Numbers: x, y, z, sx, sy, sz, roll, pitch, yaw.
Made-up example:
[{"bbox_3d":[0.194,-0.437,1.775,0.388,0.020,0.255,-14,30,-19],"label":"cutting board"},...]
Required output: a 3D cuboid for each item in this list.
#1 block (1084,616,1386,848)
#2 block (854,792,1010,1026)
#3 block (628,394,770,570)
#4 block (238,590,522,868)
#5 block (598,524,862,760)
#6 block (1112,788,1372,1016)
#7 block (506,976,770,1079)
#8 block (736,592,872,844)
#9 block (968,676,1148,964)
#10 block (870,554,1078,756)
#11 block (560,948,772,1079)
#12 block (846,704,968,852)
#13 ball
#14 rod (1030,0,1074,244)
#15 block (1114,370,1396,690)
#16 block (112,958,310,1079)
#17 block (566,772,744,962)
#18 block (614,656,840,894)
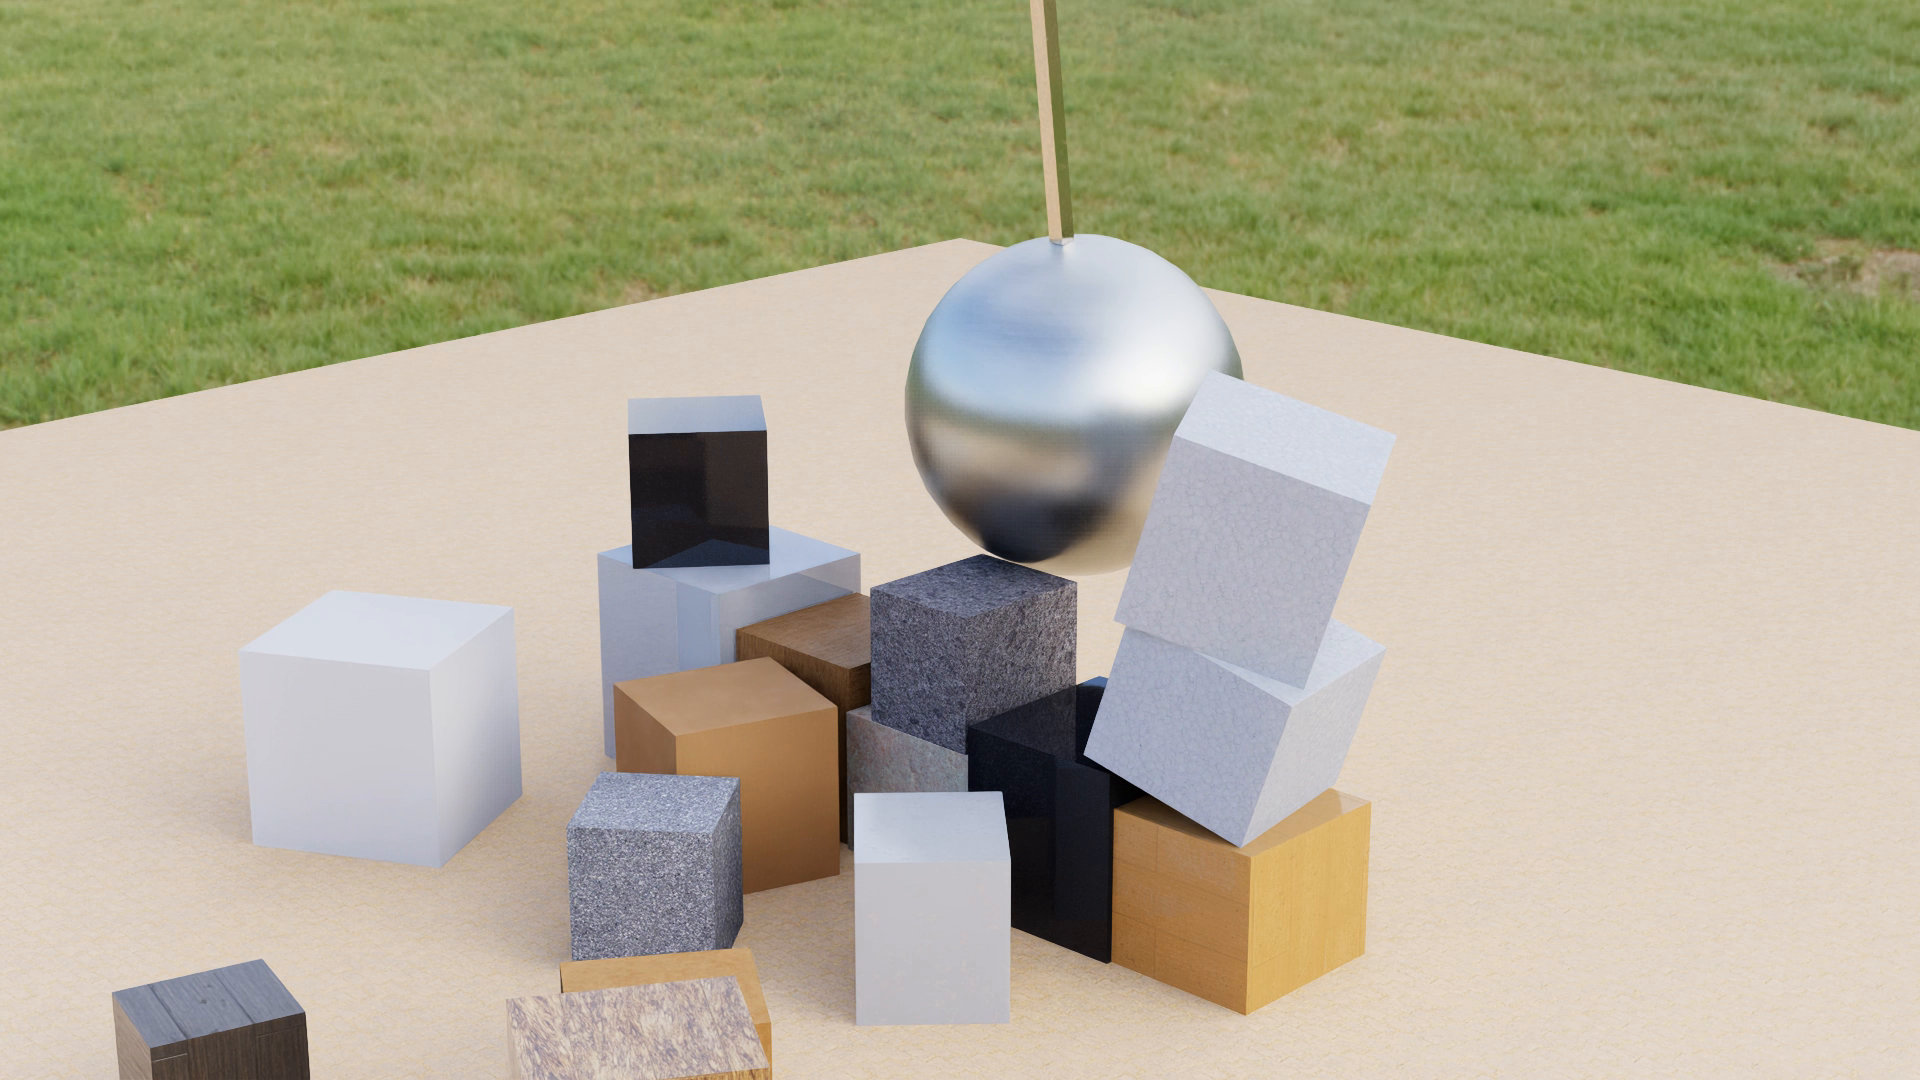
[{"bbox_3d":[1.157,0.677,12.318,0.797,0.696,0.846,30,30,25],"label":"block"},{"bbox_3d":[-0.123,1.532,12.263,0.630,0.724,0.735,-1,17,-2],"label":"block"},{"bbox_3d":[-1.303,-0.296,14.567,0.668,0.682,0.679,-2,18,-6],"label":"block"},{"bbox_3d":[-2.732,0.878,13.929,0.961,0.972,0.921,5,18,15],"label":"block"},{"bbox_3d":[-1.147,0.578,14.713,0.924,1.074,0.926,17,24,42],"label":"block"},{"bbox_3d":[1.198,1.460,12.516,0.735,0.709,0.820,16,24,41],"label":"block"},{"bbox_3d":[-1.120,2.104,10.217,0.819,0.859,0.720,-4,18,-13],"label":"block"},{"bbox_3d":[-0.512,0.849,14.173,0.790,0.882,0.791,-17,24,-42],"label":"block"},{"bbox_3d":[0.634,1.220,13.004,0.812,0.875,0.885,16,23,41],"label":"block"},{"bbox_3d":[0.064,0.509,13.368,0.607,0.641,0.721,17,24,42],"label":"block"},{"bbox_3d":[-1.106,1.979,11.017,0.729,0.618,0.648,-3,18,-10],"label":"block"},{"bbox_3d":[0.062,1.124,13.625,0.817,0.686,0.842,-17,24,-42],"label":"block"},{"bbox_3d":[0.538,-0.630,13.708,1.600,1.600,1.600,0,17,0],"label":"ball"},{"bbox_3d":[0.233,-3.756,12.406,0.080,5.200,0.080,17,31,42],"label":"rod"},{"bbox_3d":[1.213,-0.053,12.004,0.817,0.864,0.772,20,27,7],"label":"block"},{"bbox_3d":[-2.838,1.991,11.140,0.586,0.521,0.531,-10,20,-29],"label":"block"},{"bbox_3d":[-1.302,1.442,12.618,0.621,0.682,0.619,2,18,6],"label":"block"},{"bbox_3d":[-1.074,1.098,13.480,0.786,0.823,0.757,-9,20,-26],"label":"block"}]
